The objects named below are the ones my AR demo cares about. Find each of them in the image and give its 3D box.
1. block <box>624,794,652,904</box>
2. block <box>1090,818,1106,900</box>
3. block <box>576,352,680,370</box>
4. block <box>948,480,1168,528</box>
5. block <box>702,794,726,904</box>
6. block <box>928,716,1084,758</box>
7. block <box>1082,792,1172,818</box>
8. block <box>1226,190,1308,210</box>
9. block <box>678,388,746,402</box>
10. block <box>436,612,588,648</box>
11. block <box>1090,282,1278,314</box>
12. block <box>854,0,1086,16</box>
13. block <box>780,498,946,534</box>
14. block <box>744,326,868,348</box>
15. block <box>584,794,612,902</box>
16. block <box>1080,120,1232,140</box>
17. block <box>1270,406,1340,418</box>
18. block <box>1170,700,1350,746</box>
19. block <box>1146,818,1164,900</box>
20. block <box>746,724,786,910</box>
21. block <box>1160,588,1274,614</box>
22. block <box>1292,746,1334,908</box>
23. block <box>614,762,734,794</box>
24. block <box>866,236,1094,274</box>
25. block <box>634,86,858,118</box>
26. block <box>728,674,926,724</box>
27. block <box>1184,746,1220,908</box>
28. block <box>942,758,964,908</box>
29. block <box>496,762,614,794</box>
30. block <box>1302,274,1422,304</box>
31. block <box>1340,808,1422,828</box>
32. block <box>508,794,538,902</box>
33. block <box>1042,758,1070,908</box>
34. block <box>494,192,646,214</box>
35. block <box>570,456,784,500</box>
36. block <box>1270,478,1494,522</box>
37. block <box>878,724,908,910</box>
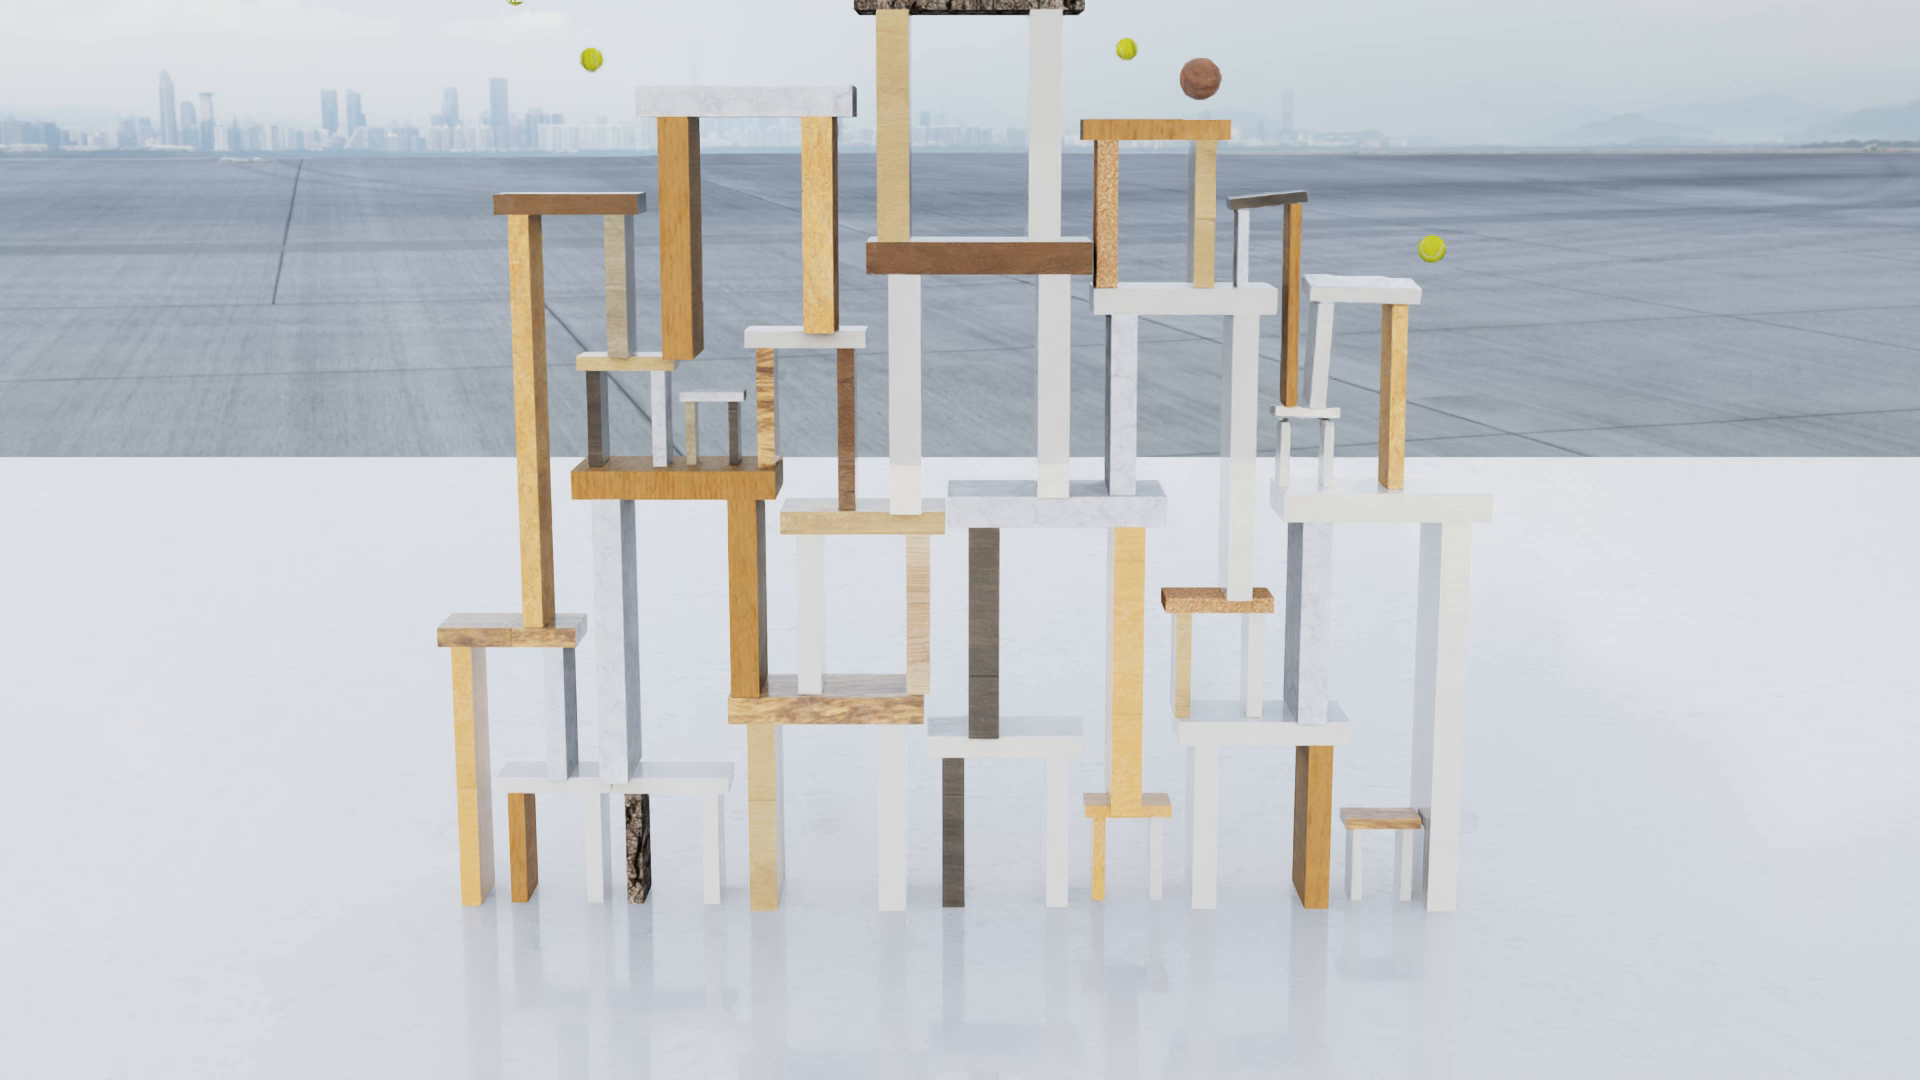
[{"bbox_3d":[-0.534,0.498,3.650,0.027,0.188,0.094,0,11,0],"label":"block"},{"bbox_3d":[0.229,0.519,3.661,0.020,0.142,0.071,0,11,0],"label":"block"},{"bbox_3d":[-0.528,-0.285,3.505,0.154,0.022,0.077,0,11,-1],"label":"block"},{"bbox_3d":[0.154,-0.059,3.552,0.346,0.049,0.173,0,11,0],"label":"block"},{"bbox_3d":[-0.409,0.498,3.650,0.027,0.188,0.094,0,11,0],"label":"block"},{"bbox_3d":[0.074,0.323,3.616,0.254,0.036,0.127,0,10,0],"label":"block"},{"bbox_3d":[0.276,0.439,3.646,0.142,0.020,0.071,0,11,0],"label":"block"},{"bbox_3d":[0.482,-0.535,3.453,0.119,0.017,0.059,-6,12,3],"label":"block"},{"bbox_3d":[-0.395,-0.232,3.520,0.103,0.015,0.051,0,11,0],"label":"block"},{"bbox_3d":[-0.728,0.146,3.583,0.222,0.031,0.111,0,11,0],"label":"block"},{"bbox_3d":[0.352,-0.384,3.490,0.285,0.040,0.143,0,11,0],"label":"block"},{"bbox_3d":[0.014,-0.841,3.400,0.348,0.049,0.174,0,11,0],"label":"block"},{"bbox_3d":[-0.155,-0.039,3.554,0.262,0.037,0.131,0,11,0],"label":"block"},{"bbox_3d":[-0.243,-0.323,3.500,0.190,0.027,0.095,0,11,0],"label":"block"},{"bbox_3d":[-0.602,0.497,3.657,0.027,0.187,0.094,0,11,0],"label":"block"},{"bbox_3d":[0.305,-0.643,3.444,0.227,0.032,0.113,0,11,1],"label":"block"},{"bbox_3d":[0.553,-0.205,3.524,0.104,0.015,0.052,2,2,-3],"label":"block"},{"bbox_3d":[0.491,0.300,3.611,0.276,0.039,0.138,0,11,0],"label":"block"},{"bbox_3d":[0.324,0.519,3.661,0.020,0.142,0.071,0,11,0],"label":"block"},{"bbox_3d":[-0.320,0.436,3.637,0.044,0.314,0.157,0,11,0],"label":"block"},{"bbox_3d":[0.418,0.098,3.574,0.174,0.025,0.087,0,11,0],"label":"block"},{"bbox_3d":[0.583,0.455,3.640,0.039,0.276,0.138,0,11,0],"label":"block"},{"bbox_3d":[-0.471,0.392,3.631,0.188,0.027,0.094,0,11,0],"label":"block"},{"bbox_3d":[0.030,-0.450,3.472,0.349,0.049,0.175,0,11,0],"label":"block"},{"bbox_3d":[-0.329,-0.683,3.428,0.330,0.047,0.165,0,11,0],"label":"block"},{"bbox_3d":[-0.215,0.260,3.604,0.314,0.044,0.157,0,11,0],"label":"block"},{"bbox_3d":[0.399,0.455,3.640,0.039,0.276,0.138,0,11,0],"label":"block"},{"bbox_3d":[-0.011,0.466,3.643,0.036,0.254,0.127,0,11,0],"label":"block"},{"bbox_3d":[-0.664,0.392,3.637,0.187,0.027,0.094,0,11,0],"label":"block"},{"bbox_3d":[0.633,-0.396,3.475,0.173,0.024,0.086,2,19,-1],"label":"block"},{"bbox_3d":[0.696,0.461,3.642,0.123,0.017,0.062,0,11,0],"label":"block"},{"bbox_3d":[-0.726,0.497,3.657,0.027,0.187,0.094,0,11,0],"label":"block"},{"bbox_3d":[0.158,0.466,3.643,0.036,0.254,0.127,0,10,0],"label":"block"},{"bbox_3d":[-0.612,-0.530,3.459,0.222,0.031,0.111,0,11,-1],"label":"block"},{"bbox_3d":[-0.451,-0.101,3.539,0.321,0.046,0.161,0,11,0],"label":"block"},{"bbox_3d":[0.674,-0.065,3.543,0.329,0.047,0.164,0,11,0],"label":"block"},{"bbox_3d":[-0.110,0.436,3.637,0.044,0.314,0.157,0,11,0],"label":"block"}]
